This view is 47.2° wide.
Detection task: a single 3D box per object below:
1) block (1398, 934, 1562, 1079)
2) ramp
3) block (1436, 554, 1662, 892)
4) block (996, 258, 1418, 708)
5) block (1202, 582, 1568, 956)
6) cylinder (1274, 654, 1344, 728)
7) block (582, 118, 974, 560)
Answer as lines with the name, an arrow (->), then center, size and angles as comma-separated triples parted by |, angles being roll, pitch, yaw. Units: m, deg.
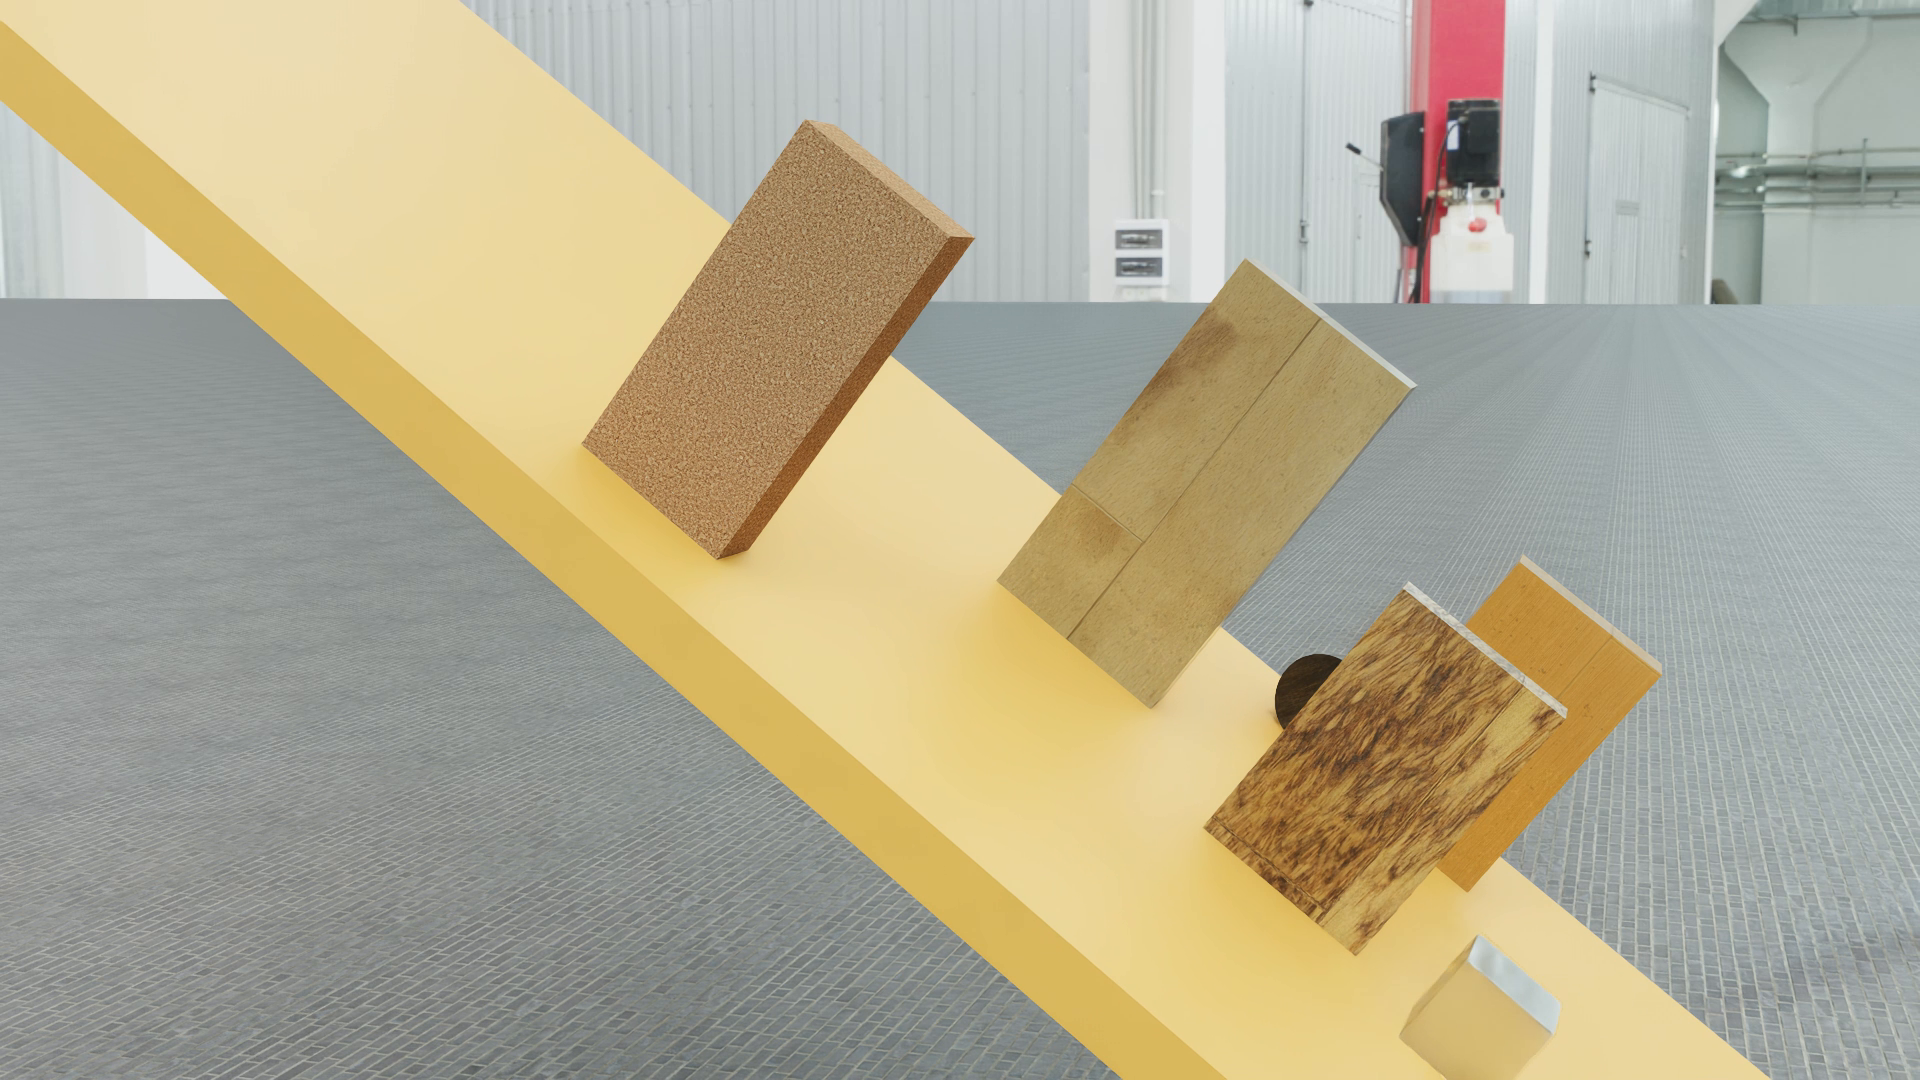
block -> 0.837, 0.772, 3.534 | 0.171, 0.171, 0.171 | 41, 16, 12
ramp -> -0.040, 0.096, 4.058 | 4.000, 0.100, 2.000 | 40, 16, 9
block -> 1.076, 0.368, 4.422 | 0.345, 0.584, 0.127 | 40, 16, 9
block -> 0.451, -0.102, 4.082 | 0.377, 0.762, 0.121 | 40, 16, 9
block -> 0.706, 0.383, 3.678 | 0.331, 0.535, 0.089 | 40, 16, 9
cylinder -> 0.786, 0.338, 4.600 | 0.196, 0.196, 0.196 | 4, -2, 30
block -> -0.281, -0.301, 3.348 | 0.282, 0.614, 0.126 | 40, 16, 9
